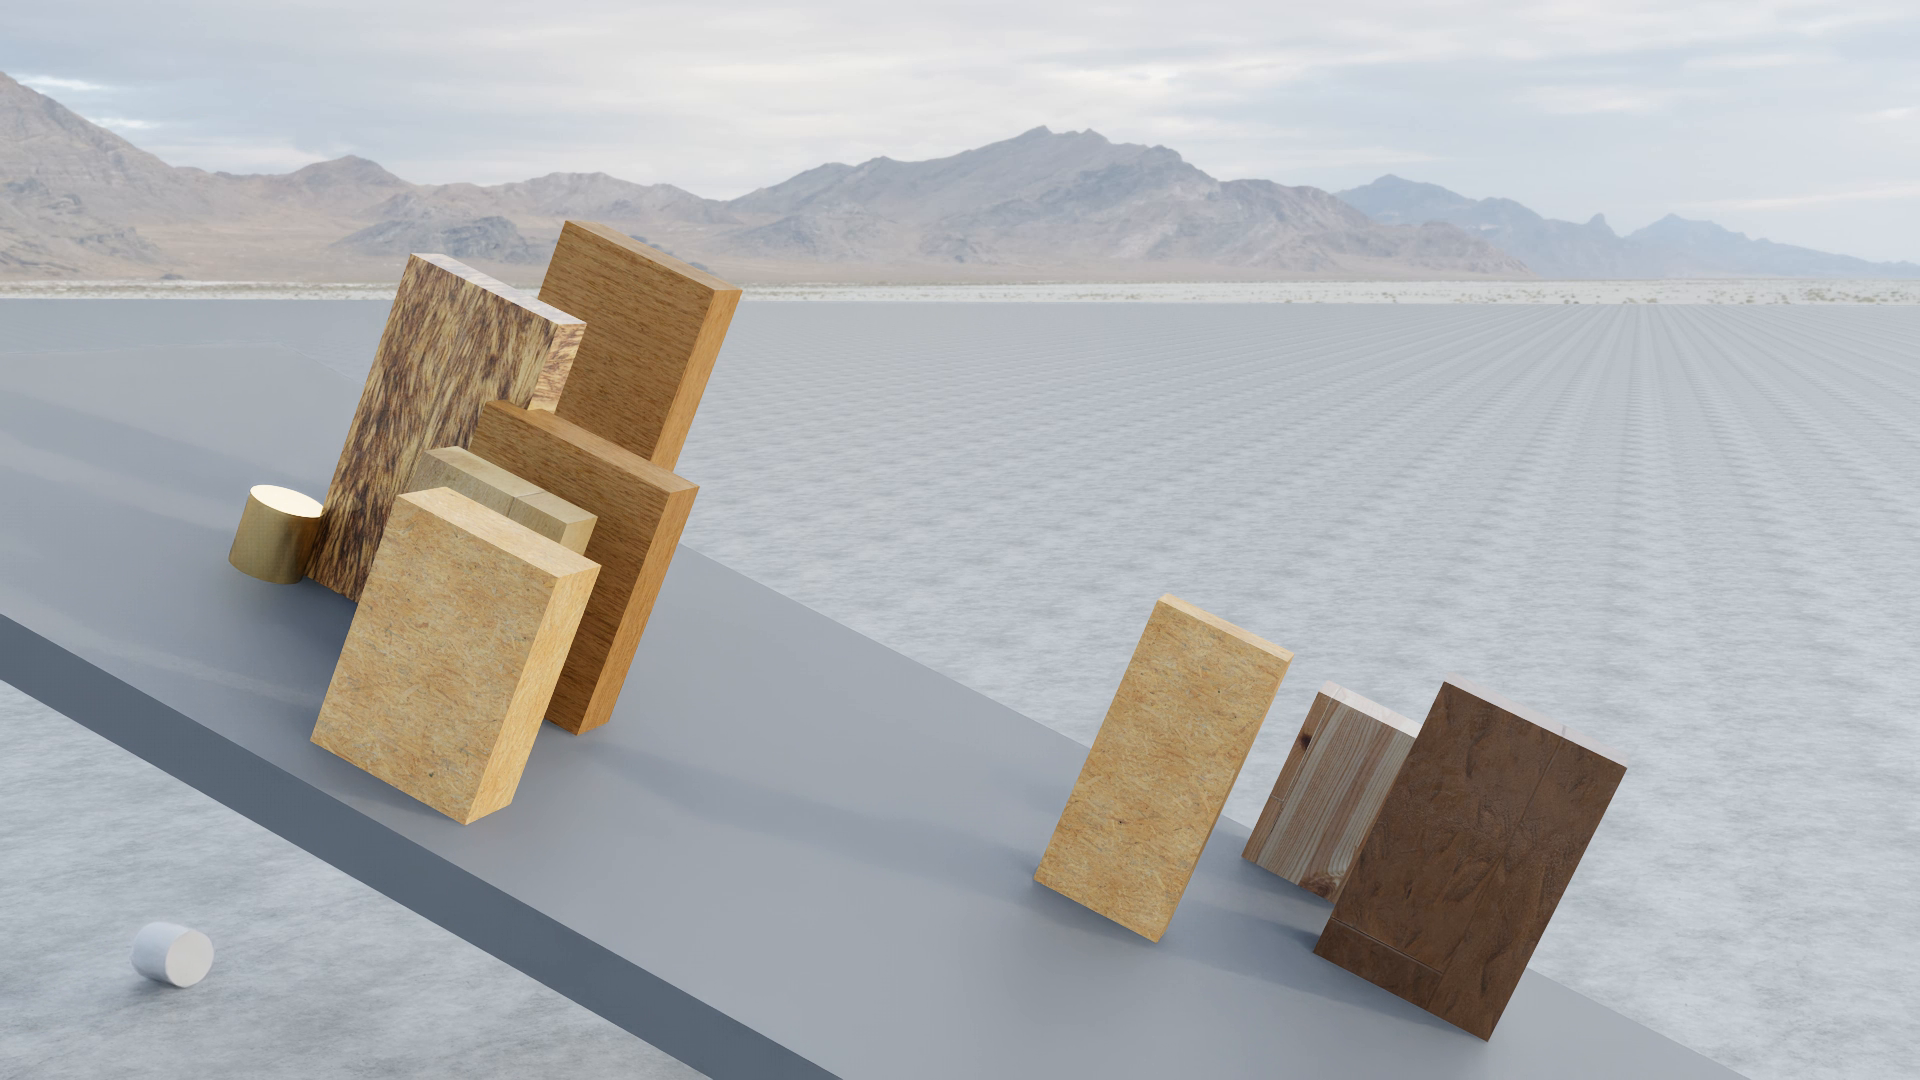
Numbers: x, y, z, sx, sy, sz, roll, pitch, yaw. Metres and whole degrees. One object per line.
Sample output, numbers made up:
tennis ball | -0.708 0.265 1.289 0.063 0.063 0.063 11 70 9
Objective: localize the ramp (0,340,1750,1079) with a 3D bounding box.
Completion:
ramp | -0.289 0.504 4.185 4.000 0.100 2.000 26 13 13

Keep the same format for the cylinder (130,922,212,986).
cylinder | -2.065 1.085 5.762 0.146 0.146 0.146 5 8 34

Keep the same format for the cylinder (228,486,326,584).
cylinder | -1.265 -0.010 4.071 0.138 0.138 0.138 22 13 -5

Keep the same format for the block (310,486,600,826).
block | -0.794 0.178 3.461 0.295 0.429 0.145 26 13 13

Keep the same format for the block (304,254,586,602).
block | -0.961 -0.168 4.077 0.320 0.647 0.111 26 13 13

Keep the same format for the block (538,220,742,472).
block | -0.761 -0.254 4.577 0.357 0.730 0.142 26 13 13

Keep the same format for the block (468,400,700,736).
block | -0.743 0.044 3.970 0.386 0.480 0.126 26 13 13

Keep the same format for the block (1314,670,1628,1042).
block | 0.997 0.618 4.314 0.374 0.611 0.117 26 13 13

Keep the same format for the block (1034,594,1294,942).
block | 0.376 0.424 4.091 0.260 0.590 0.089 26 13 13

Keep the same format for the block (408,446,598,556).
block | -0.839 0.091 3.772 0.290 0.413 0.113 26 13 13

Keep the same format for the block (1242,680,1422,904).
block | 0.838 0.558 4.742 0.303 0.405 0.143 26 13 13
